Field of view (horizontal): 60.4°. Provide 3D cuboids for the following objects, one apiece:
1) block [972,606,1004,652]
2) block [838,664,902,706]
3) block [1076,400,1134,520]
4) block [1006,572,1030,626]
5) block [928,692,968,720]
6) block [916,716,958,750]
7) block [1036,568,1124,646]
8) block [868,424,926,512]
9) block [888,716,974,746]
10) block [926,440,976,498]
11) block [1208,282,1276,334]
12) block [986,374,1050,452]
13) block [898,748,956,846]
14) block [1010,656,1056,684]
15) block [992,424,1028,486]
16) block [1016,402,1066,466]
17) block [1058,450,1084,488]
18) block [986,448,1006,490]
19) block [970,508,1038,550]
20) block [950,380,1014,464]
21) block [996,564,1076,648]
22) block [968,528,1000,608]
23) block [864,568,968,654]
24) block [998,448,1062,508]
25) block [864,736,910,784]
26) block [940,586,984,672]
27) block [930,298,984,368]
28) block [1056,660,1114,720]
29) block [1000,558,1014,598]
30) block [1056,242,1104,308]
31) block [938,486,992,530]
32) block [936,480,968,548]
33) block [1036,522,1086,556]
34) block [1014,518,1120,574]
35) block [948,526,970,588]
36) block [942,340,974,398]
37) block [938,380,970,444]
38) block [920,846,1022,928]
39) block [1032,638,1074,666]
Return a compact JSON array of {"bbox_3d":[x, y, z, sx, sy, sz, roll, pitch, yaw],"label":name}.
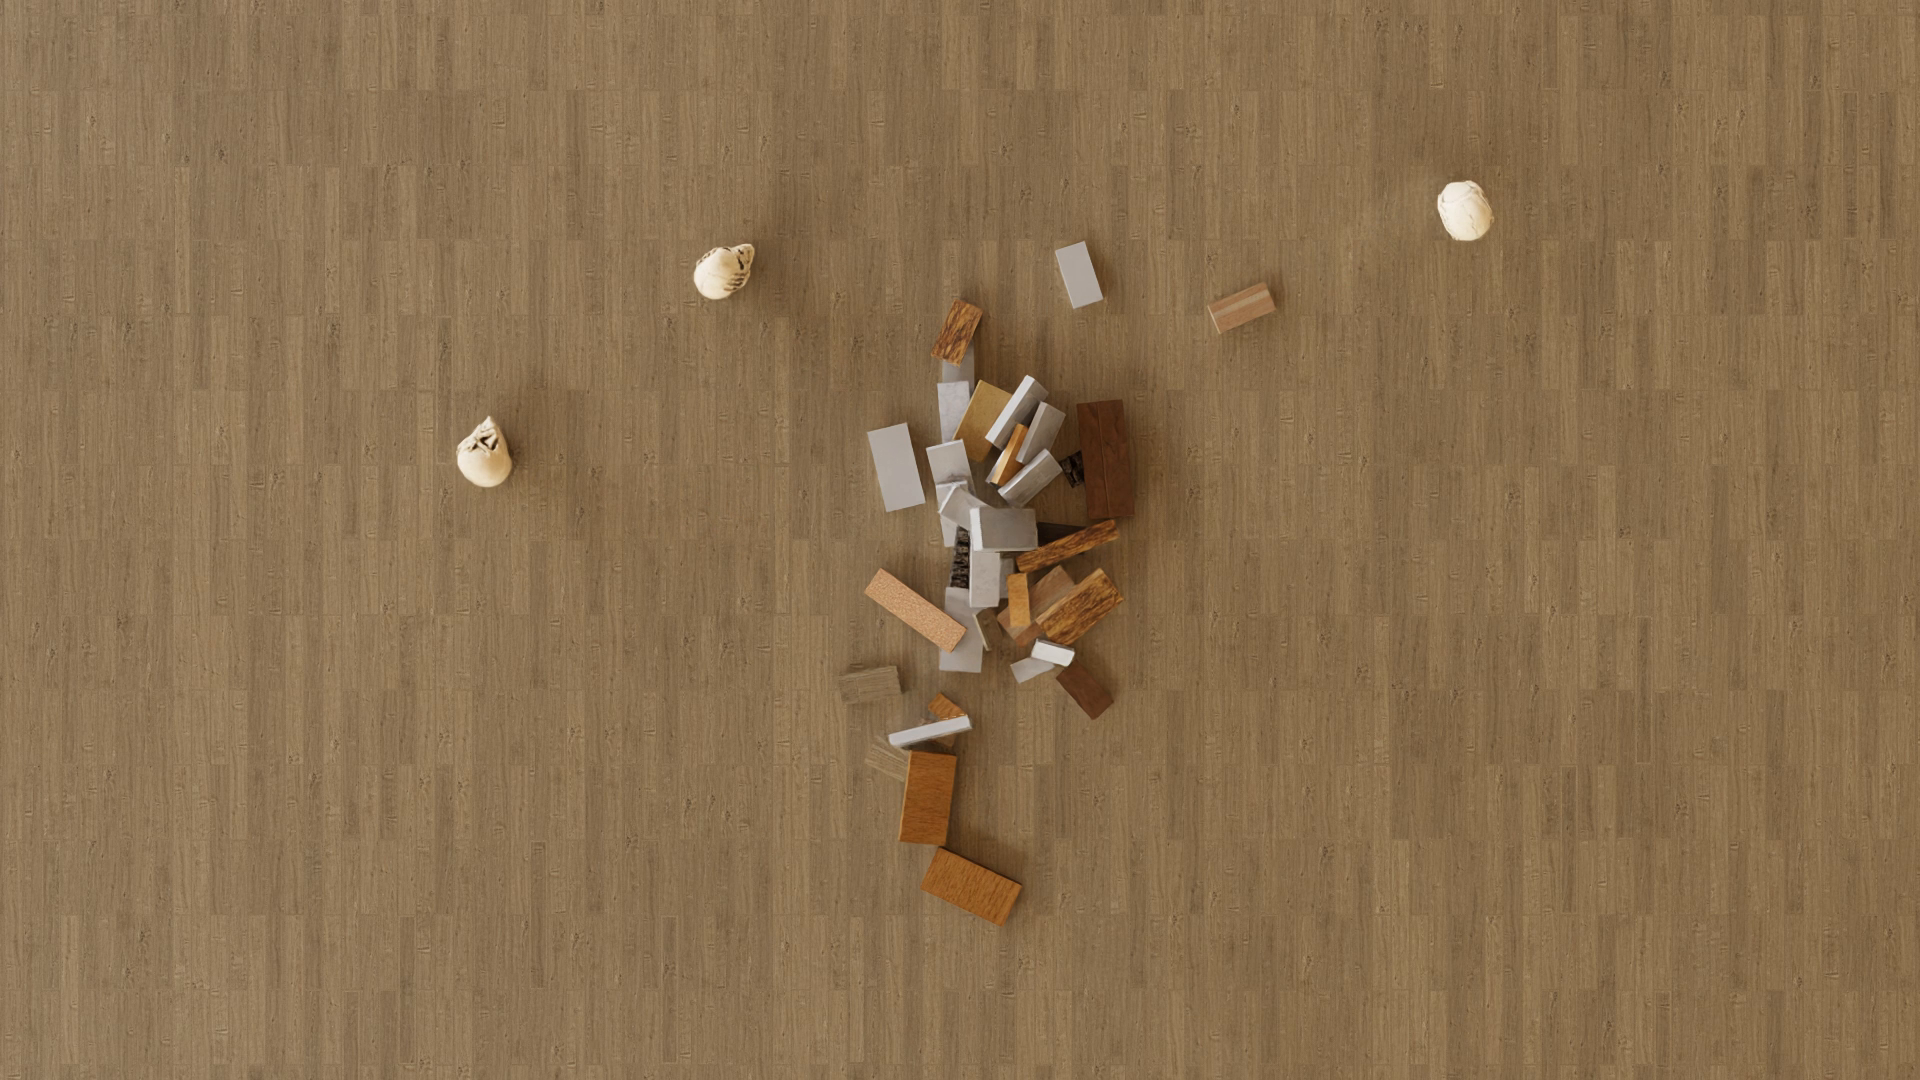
[{"bbox_3d":[0.094,0.292,5.459,0.067,0.019,0.134,-29,107,-28],"label":"block"},{"bbox_3d":[-0.300,0.482,5.486,0.200,0.028,0.100,-10,90,0],"label":"block"},{"bbox_3d":[0.480,-0.266,5.450,0.152,0.043,0.383,-6,90,0],"label":"block"},{"bbox_3d":[0.193,0.198,5.449,0.065,0.018,0.174,-5,92,0],"label":"block"},{"bbox_3d":[-0.036,0.573,5.480,0.134,0.019,0.067,39,88,8],"label":"block"},{"bbox_3d":[-0.080,0.643,5.491,0.132,0.019,0.066,20,90,0],"label":"block"},{"bbox_3d":[0.397,0.231,5.451,0.275,0.039,0.137,-39,118,0],"label":"block"},{"bbox_3d":[-0.210,-0.240,5.481,0.133,0.038,0.273,-14,90,0],"label":"block"},{"bbox_3d":[-0.093,0.626,5.401,0.266,0.133,0.038,-14,80,3],"label":"block"},{"bbox_3d":[-0.022,-0.198,5.444,0.124,0.035,0.248,-14,108,0],"label":"block"},{"bbox_3d":[0.937,-0.772,5.486,0.202,0.029,0.101,-23,90,0],"label":"block"},{"bbox_3d":[0.189,-0.412,5.438,0.035,0.124,0.248,34,90,31],"label":"block"},{"bbox_3d":[-0.107,0.852,5.457,0.152,0.043,0.303,7,93,-10],"label":"block"},{"bbox_3d":[0.241,0.420,5.491,0.134,0.019,0.067,-25,90,0],"label":"block"},{"bbox_3d":[0.188,-0.269,5.452,0.030,0.105,0.211,24,90,44],"label":"block"},{"bbox_3d":[0.267,-0.340,5.452,0.030,0.105,0.211,24,90,44],"label":"block"},{"bbox_3d":[0.440,-0.263,5.486,0.202,0.029,0.101,-28,90,0],"label":"block"},{"bbox_3d":[0.140,-0.237,5.468,0.018,0.065,0.131,32,90,37],"label":"block"},{"bbox_3d":[0.147,-0.036,5.367,0.266,0.038,0.133,0,82,-45],"label":"block"},{"bbox_3d":[0.071,-0.391,5.442,0.124,0.035,0.248,24,97,-12],"label":"block"},{"bbox_3d":[0.265,0.221,5.481,0.275,0.039,0.137,-39,90,0],"label":"block"},{"bbox_3d":[0.081,0.089,5.414,0.095,0.027,0.264,-2,104,-13],"label":"block"},{"bbox_3d":[-0.147,0.234,5.460,0.352,0.028,0.100,35,94,7],"label":"block"},{"bbox_3d":[0.233,-0.196,5.452,0.211,0.105,0.030,-42,46,0],"label":"block"},{"bbox_3d":[-0.208,0.739,5.486,0.200,0.028,0.100,27,90,0],"label":"block"},{"bbox_3d":[0.011,0.298,5.481,0.137,0.039,0.275,5,90,0],"label":"block"},{"bbox_3d":[-0.009,-0.686,5.460,0.103,0.029,0.206,22,78,5],"label":"block"},{"bbox_3d":[0.415,0.498,5.487,0.095,0.027,0.190,-42,90,0],"label":"block"},{"bbox_3d":[0.146,0.128,5.491,0.066,0.019,0.132,-2,90,0],"label":"block"},{"bbox_3d":[0.396,-0.881,5.486,0.101,0.029,0.202,-18,90,0],"label":"block"},{"bbox_3d":[0.043,-0.082,5.396,0.210,0.030,0.105,30,91,-18],"label":"block"},{"bbox_3d":[-0.014,-0.086,5.446,0.105,0.030,0.210,-9,111,-2],"label":"block"},{"bbox_3d":[0.321,-0.006,5.487,0.190,0.027,0.095,6,90,0],"label":"block"},{"bbox_3d":[0.355,0.023,5.463,0.349,0.019,0.066,-22,91,0],"label":"block"},{"bbox_3d":[0.030,0.055,5.453,0.105,0.030,0.210,6,101,-16],"label":"block"},{"bbox_3d":[-0.005,-0.563,5.485,0.103,0.029,0.206,0,90,0],"label":"block"},{"bbox_3d":[-0.015,-0.420,5.464,0.103,0.029,0.206,-5,102,0],"label":"block"},{"bbox_3d":[0.036,1.149,5.479,0.303,0.043,0.152,25,90,0],"label":"block"},{"bbox_3d":[0.307,0.372,5.455,0.130,0.018,0.065,15,123,-8],"label":"block"}]
